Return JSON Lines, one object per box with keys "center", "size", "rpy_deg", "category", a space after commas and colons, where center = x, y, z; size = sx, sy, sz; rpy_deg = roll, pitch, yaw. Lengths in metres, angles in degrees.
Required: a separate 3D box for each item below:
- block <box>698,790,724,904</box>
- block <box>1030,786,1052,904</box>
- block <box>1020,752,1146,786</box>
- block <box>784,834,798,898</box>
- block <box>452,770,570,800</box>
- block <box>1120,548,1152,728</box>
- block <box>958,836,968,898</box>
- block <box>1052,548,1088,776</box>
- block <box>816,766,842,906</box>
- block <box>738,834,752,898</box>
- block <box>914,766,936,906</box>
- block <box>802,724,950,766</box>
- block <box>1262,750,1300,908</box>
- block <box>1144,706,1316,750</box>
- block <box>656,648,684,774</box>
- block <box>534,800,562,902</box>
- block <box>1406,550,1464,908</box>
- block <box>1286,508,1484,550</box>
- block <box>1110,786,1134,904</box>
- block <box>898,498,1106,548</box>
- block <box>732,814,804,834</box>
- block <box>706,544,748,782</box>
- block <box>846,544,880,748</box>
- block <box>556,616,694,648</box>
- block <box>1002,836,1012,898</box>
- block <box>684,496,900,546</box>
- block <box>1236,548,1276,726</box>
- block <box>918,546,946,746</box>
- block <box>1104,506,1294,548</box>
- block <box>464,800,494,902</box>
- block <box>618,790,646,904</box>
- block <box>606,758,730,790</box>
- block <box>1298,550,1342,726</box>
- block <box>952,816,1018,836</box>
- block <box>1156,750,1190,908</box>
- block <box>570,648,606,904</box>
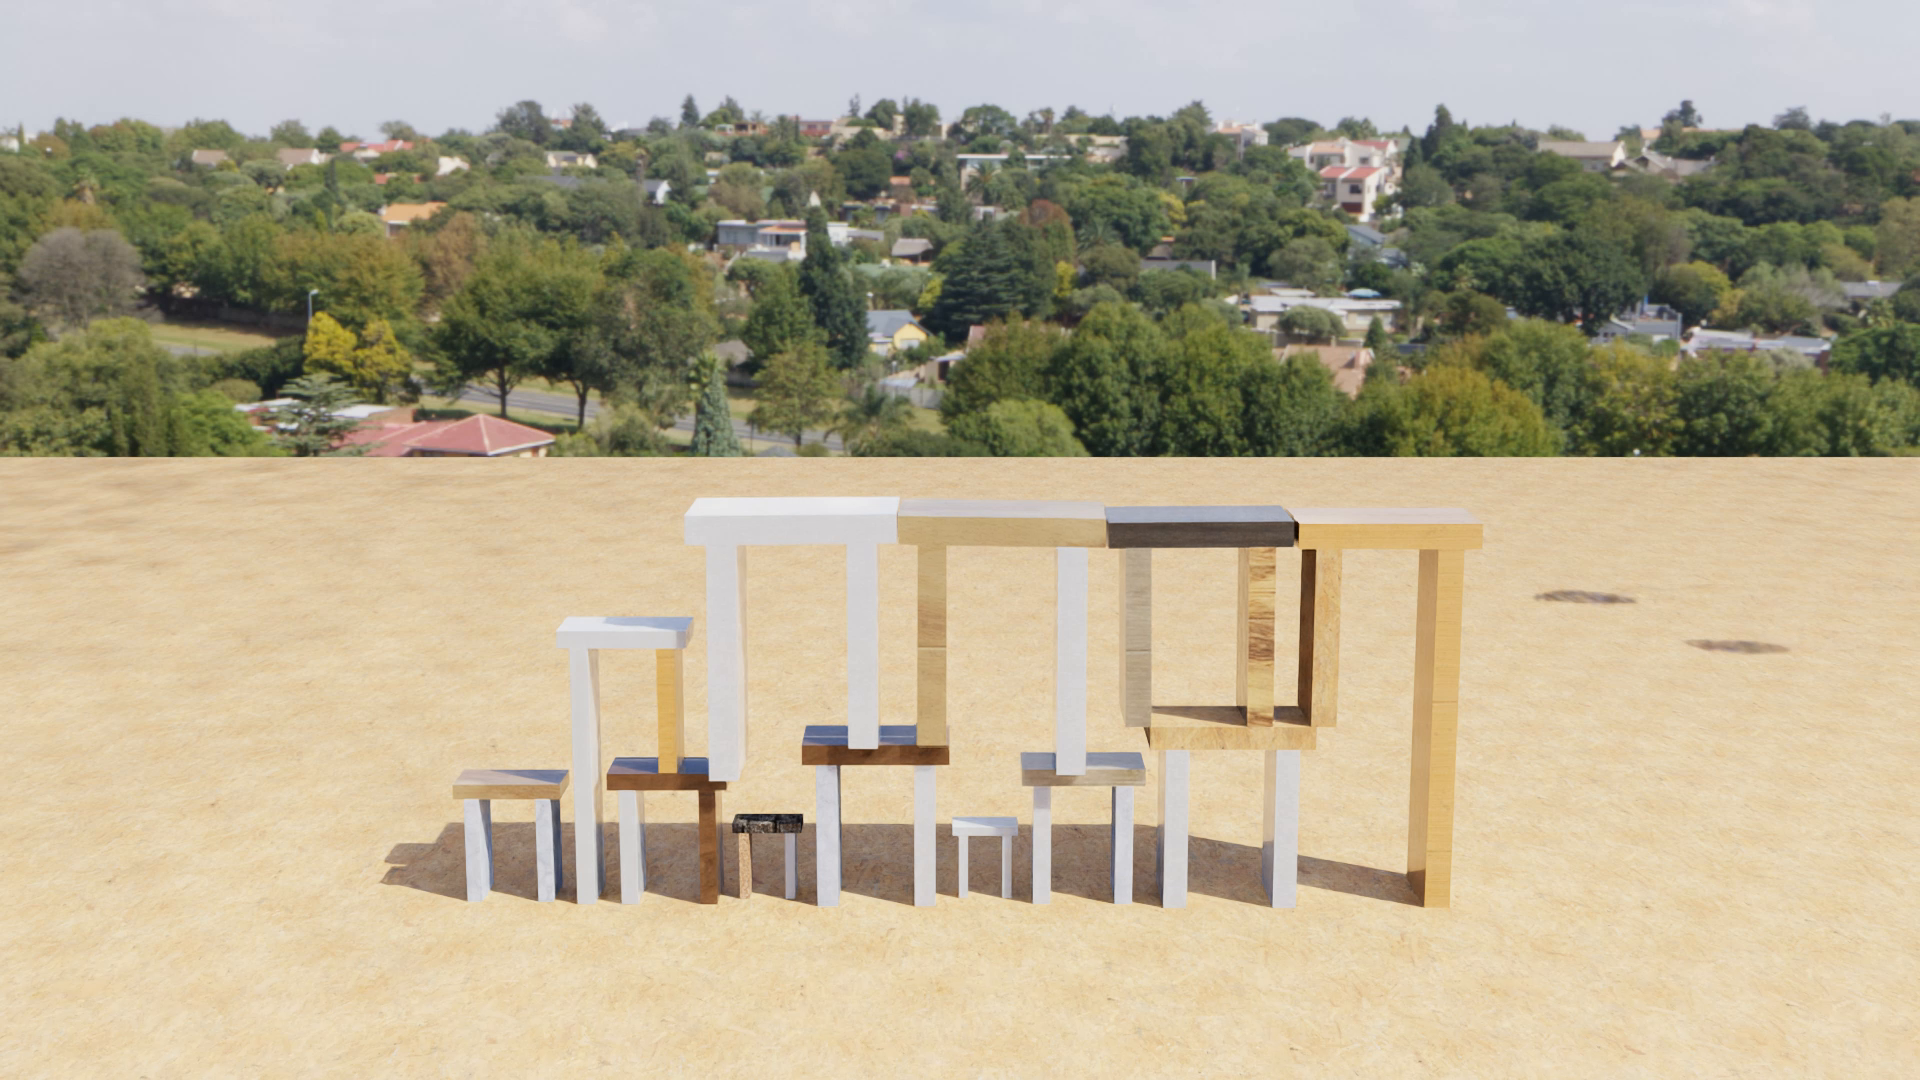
{"center": [-0.413, 0.495, 3.647], "size": [0.028, 0.195, 0.098], "rpy_deg": [0, 11, 0], "category": "block"}
{"center": [0.134, 0.491, 3.650], "size": [0.029, 0.202, 0.101], "rpy_deg": [0, 10, 0], "category": "block"}
{"center": [0.201, 0.378, 3.629], "size": [0.202, 0.029, 0.101], "rpy_deg": [0, 11, 0], "category": "block"}
{"center": [-0.281, 0.534, 3.661], "size": [0.016, 0.113, 0.057], "rpy_deg": [0, 11, 0], "category": "block"}
{"center": [-0.742, 0.404, 3.639], "size": [0.175, 0.025, 0.088], "rpy_deg": [0, 11, 0], "category": "block"}
{"center": [0.286, 0.144, 3.591], "size": [0.042, 0.294, 0.147], "rpy_deg": [-1, 11, 0], "category": "block"}
{"center": [0.006, 0.536, 3.664], "size": [0.015, 0.108, 0.054], "rpy_deg": [0, 11, 0], "category": "block"}
{"center": [0.179, 0.181, 3.592], "size": [0.047, 0.373, 0.165], "rpy_deg": [0, 10, 0], "category": "block"}
{"center": [-0.217, 0.473, 3.645], "size": [0.034, 0.239, 0.120], "rpy_deg": [0, 11, 0], "category": "block"}
{"center": [-0.356, 0.534, 3.661], "size": [0.016, 0.113, 0.057], "rpy_deg": [0, 11, 0], "category": "block"}
{"center": [-0.057, 0.473, 3.645], "size": [0.034, 0.239, 0.120], "rpy_deg": [0, 11, 0], "category": "block"}
{"center": [-0.137, 0.337, 3.617], "size": [0.239, 0.034, 0.120], "rpy_deg": [0, 11, 0], "category": "block"}
{"center": [0.531, 0.459, 3.642], "size": [0.038, 0.268, 0.134], "rpy_deg": [0, 11, 0], "category": "block"}
{"center": [0.441, 0.308, 3.614], "size": [0.268, 0.038, 0.134], "rpy_deg": [0, 11, 0], "category": "block"}
{"center": [-0.475, 0.268, 3.610], "size": [0.030, 0.209, 0.104], "rpy_deg": [0, 11, 0], "category": "block"}
{"center": [-0.683, 0.503, 3.658], "size": [0.025, 0.175, 0.088], "rpy_deg": [0, 11, 0], "category": "block"}
{"center": [0.781, 0.295, 3.619], "size": [0.041, 0.598, 0.146], "rpy_deg": [0, 11, 0], "category": "block"}
{"center": [0.684, -0.019, 3.561], "size": [0.292, 0.041, 0.146], "rpy_deg": [0, 11, 0], "category": "block"}
{"center": [0.269, 0.491, 3.650], "size": [0.029, 0.202, 0.101], "rpy_deg": [0, 11, 0], "category": "block"}
{"center": [0.068, -0.028, 3.556], "size": [0.329, 0.047, 0.165], "rpy_deg": [1, 11, 1], "category": "block"}
{"center": [-0.318, 0.470, 3.649], "size": [0.113, 0.016, 0.057], "rpy_deg": [0, 11, 0], "category": "block"}
{"center": [-0.378, 0.183, 3.584], "size": [0.047, 0.385, 0.167], "rpy_deg": [0, 11, 0], "category": "block"}
{"center": [-0.156, 0.155, 3.584], "size": [0.047, 0.335, 0.167], "rpy_deg": [0, 11, 0], "category": "block"}
{"center": [-0.545, 0.151, 3.587], "size": [0.209, 0.030, 0.104], "rpy_deg": [0, 11, 0], "category": "block"}
{"center": [0.078, 0.536, 3.664], "size": [0.015, 0.108, 0.054], "rpy_deg": [0, 11, 0], "category": "block"}
{"center": [-0.266, -0.032, 3.549], "size": [0.335, 0.047, 0.167], "rpy_deg": [0, 11, 0], "category": "block"}
{"center": [0.483, 0.143, 3.591], "size": [0.042, 0.294, 0.147], "rpy_deg": [-1, 11, 0], "category": "block"}
{"center": [-0.046, 0.155, 3.596], "size": [0.047, 0.329, 0.165], "rpy_deg": [0, 11, -1], "category": "block"}
{"center": [0.382, -0.022, 3.561], "size": [0.294, 0.042, 0.147], "rpy_deg": [0, 11, 0], "category": "block"}
{"center": [-0.800, 0.503, 3.658], "size": [0.025, 0.176, 0.088], "rpy_deg": [0, 11, 0], "category": "block"}
{"center": [-0.543, 0.495, 3.648], "size": [0.028, 0.195, 0.098], "rpy_deg": [0, 11, 0], "category": "block"}
{"center": [-0.478, 0.385, 3.626], "size": [0.195, 0.028, 0.098], "rpy_deg": [0, 11, 0], "category": "block"}
{"center": [0.587, 0.145, 3.591], "size": [0.041, 0.292, 0.146], "rpy_deg": [0, 11, 0], "category": "block"}
{"center": [0.042, 0.475, 3.652], "size": [0.108, 0.015, 0.054], "rpy_deg": [0, 11, 0], "category": "block"}
{"center": [0.352, 0.459, 3.642], "size": [0.038, 0.268, 0.134], "rpy_deg": [0, 11, 0], "category": "block"}
{"center": [-0.614, 0.378, 3.630], "size": [0.030, 0.432, 0.104], "rpy_deg": [0, 11, 0], "category": "block"}
